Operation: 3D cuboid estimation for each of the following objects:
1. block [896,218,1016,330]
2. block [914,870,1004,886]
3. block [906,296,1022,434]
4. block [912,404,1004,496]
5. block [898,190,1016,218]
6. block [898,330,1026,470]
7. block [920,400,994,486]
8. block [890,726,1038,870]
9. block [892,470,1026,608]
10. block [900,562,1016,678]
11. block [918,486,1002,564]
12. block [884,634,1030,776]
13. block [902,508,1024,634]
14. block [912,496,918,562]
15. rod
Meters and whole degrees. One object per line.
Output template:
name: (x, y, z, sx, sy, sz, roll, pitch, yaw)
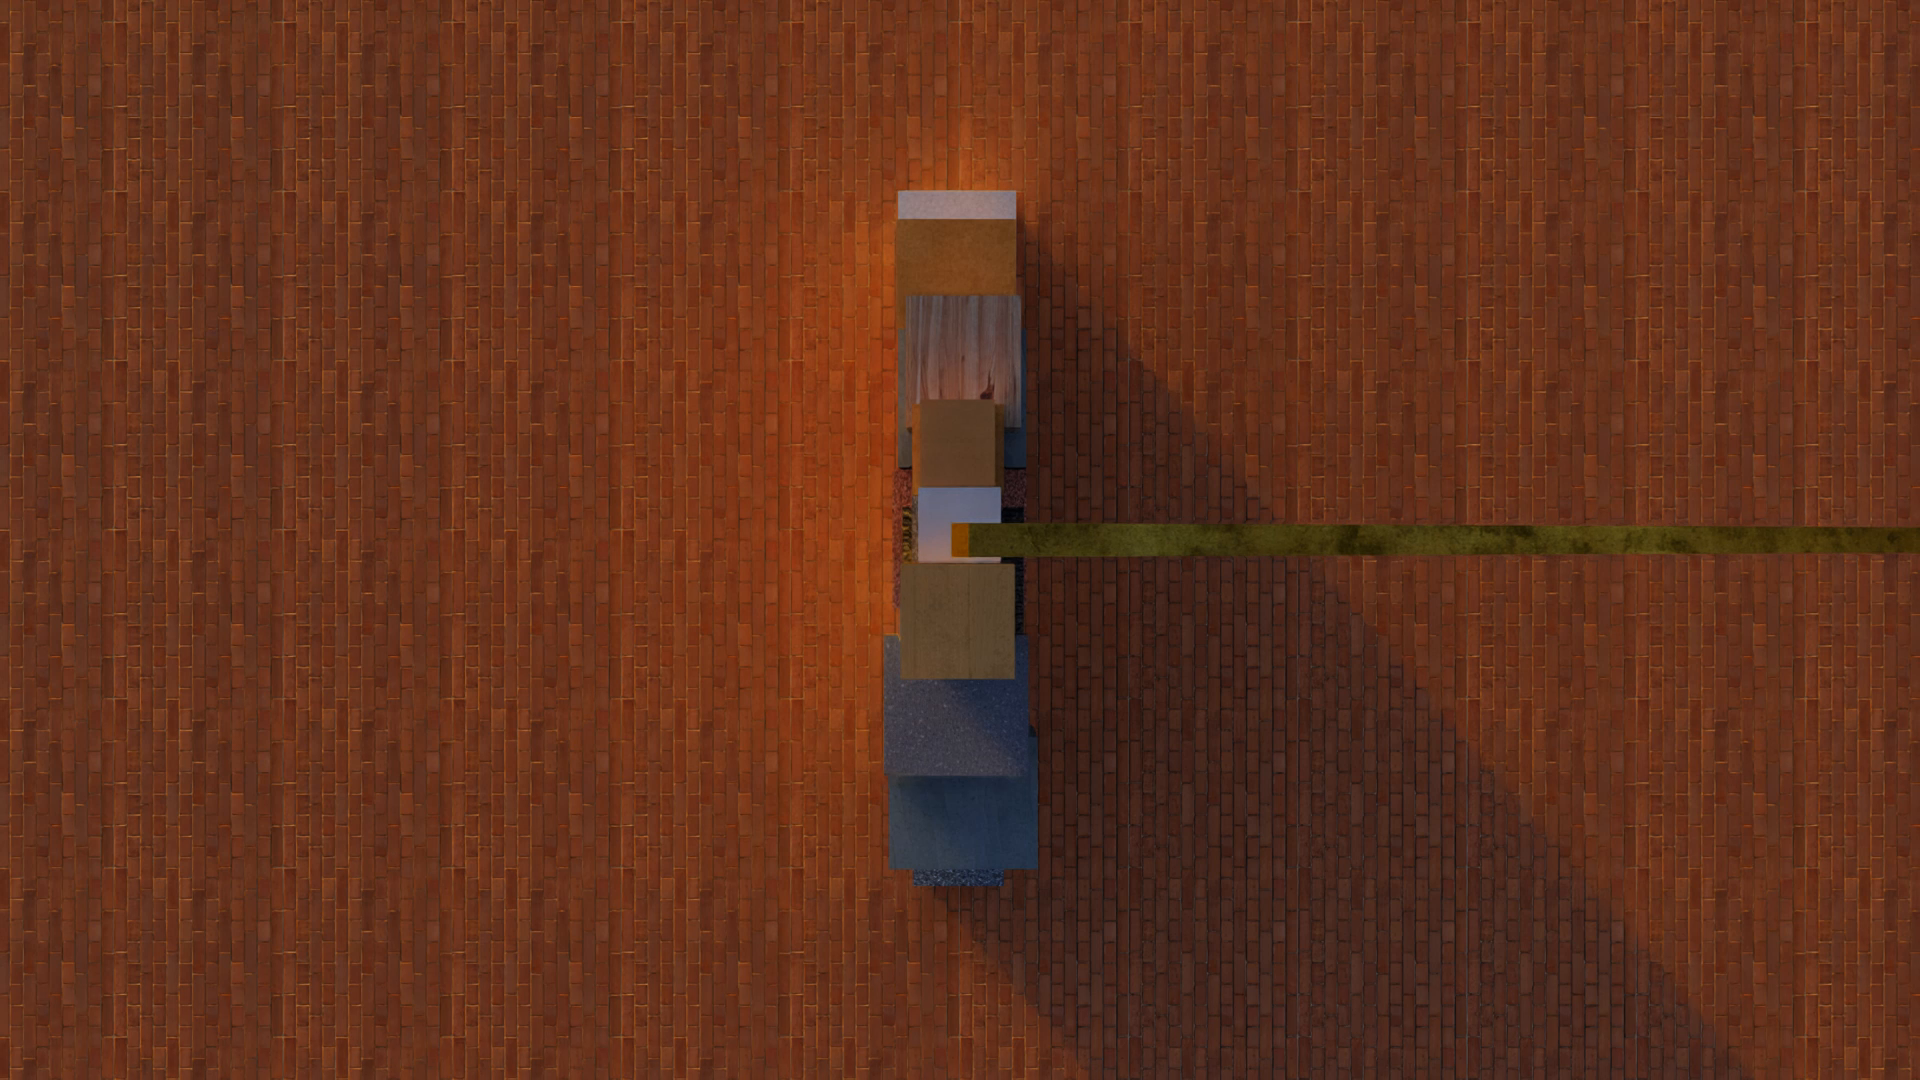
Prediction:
block: (-0.020, -1.416, 12.018, 0.635, 0.567, 0.594, 0, 90, 0)
block: (-0.007, 1.703, 12.706, 0.514, 0.588, 0.501, 0, 90, 0)
block: (0.017, -0.890, 11.264, 0.575, 0.622, 0.656, 0, 90, 0)
block: (-0.009, -0.434, 10.757, 0.441, 0.395, 0.439, 0, 91, 0)
block: (-0.016, -1.609, 12.651, 0.660, 0.698, 0.689, 0, 90, 0)
block: (0.012, -0.747, 11.955, 0.678, 0.762, 0.724, 0, 90, 0)
block: (-0.010, -0.450, 10.362, 0.342, 0.394, 0.404, 0, 91, 0)
block: (0.017, 1.369, 11.798, 0.772, 0.718, 0.688, 0, 90, 0)
block: (-0.002, -0.004, 12.056, 0.717, 0.646, 0.744, 0, 90, 0)
block: (-0.010, 0.367, 10.254, 0.518, 0.575, 0.519, 0, 90, 0)
block: (-0.001, -0.070, 10.354, 0.382, 0.369, 0.354, 0, 91, 0)
block: (-0.017, 0.842, 11.153, 0.714, 0.603, 0.692, 0, 85, 0)
block: (0.015, 0.166, 11.342, 0.608, 0.575, 0.649, 0, 89, 0)
block: (-0.018, 0.002, 10.796, 0.425, 0.511, 0.433, 0, 90, 0)
rod: (2.234, 0.000, 6.491, 5.200, 0.080, 0.080, 0, 90, -31)
